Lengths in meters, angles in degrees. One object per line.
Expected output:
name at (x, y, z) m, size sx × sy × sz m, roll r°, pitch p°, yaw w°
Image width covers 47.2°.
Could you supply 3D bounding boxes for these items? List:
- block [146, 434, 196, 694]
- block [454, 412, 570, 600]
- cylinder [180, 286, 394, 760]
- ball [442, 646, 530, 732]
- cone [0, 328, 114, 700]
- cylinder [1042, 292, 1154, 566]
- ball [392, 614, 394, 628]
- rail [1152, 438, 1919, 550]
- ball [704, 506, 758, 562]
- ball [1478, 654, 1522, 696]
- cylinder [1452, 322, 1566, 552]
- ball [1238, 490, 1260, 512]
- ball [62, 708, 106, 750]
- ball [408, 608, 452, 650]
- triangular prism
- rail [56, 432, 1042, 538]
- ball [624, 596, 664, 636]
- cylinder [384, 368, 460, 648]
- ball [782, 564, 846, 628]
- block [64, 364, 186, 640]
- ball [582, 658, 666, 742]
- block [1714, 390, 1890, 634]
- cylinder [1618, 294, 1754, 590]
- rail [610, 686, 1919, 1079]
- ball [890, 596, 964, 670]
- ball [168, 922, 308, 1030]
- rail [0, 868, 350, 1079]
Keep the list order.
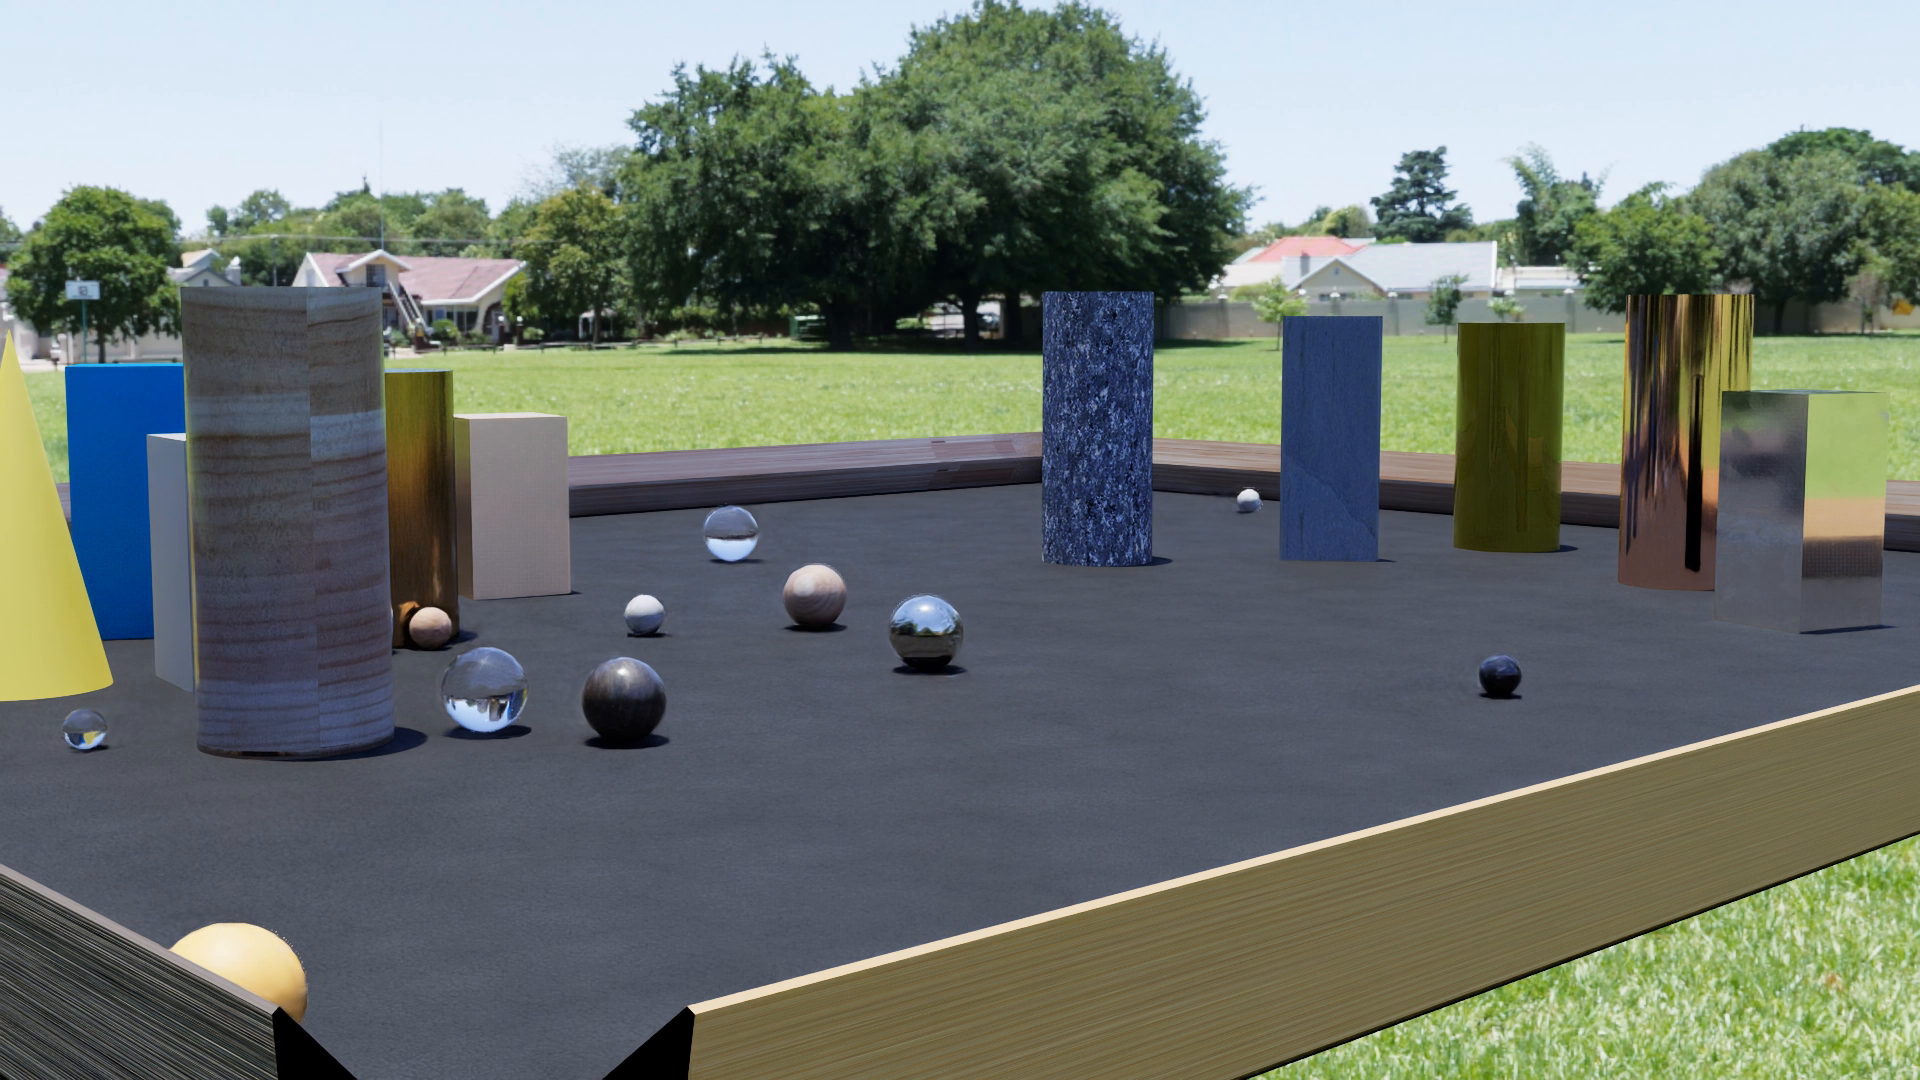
block at (-0.873, 0.021, 2.652) m, size 0.157 × 0.295 × 0.157 m, roll -4°, pitch 7°, yaw -35°
block at (-0.721, -0.057, 3.478) m, size 0.157 × 0.279 × 0.157 m, roll -3°, pitch 7°, yaw -30°
cylinder at (-0.687, -0.024, 2.256) m, size 0.196 × 0.467 × 0.196 m, roll 0°, pitch 6°, yaw 0°
ball at (-0.502, 0.158, 2.324) m, size 0.091 × 0.091 × 0.091 m, roll 0°, pitch 6°, yaw 0°
cone at (-1.109, -0.037, 2.587) m, size 0.196 × 0.424 × 0.196 m, roll 0°, pitch 6°, yaw 0°
cylinder at (0.244, -0.201, 3.905) m, size 0.196 × 0.476 × 0.196 m, roll 0°, pitch 6°, yaw 0°
ball at (-0.778, 0.106, 2.857) m, size 0.083 × 0.083 × 0.083 m, roll 0°, pitch 6°, yaw 0°
rail at (1.317, -0.093, 4.540) m, size 0.045 × 0.127 × 3.273 m, roll -5°, pitch 8°, yaw -42°
ball at (-0.407, -0.011, 3.907) m, size 0.098 × 0.098 × 0.098 m, roll 0°, pitch 6°, yaw 0°
ball at (0.625, 0.157, 2.545) m, size 0.048 × 0.048 × 0.048 m, roll 0°, pitch 6°, yaw 0°
cylinder at (1.030, -0.196, 4.125) m, size 0.196 × 0.421 × 0.196 m, roll 0°, pitch 6°, yaw 0°
ball at (0.636, -0.086, 4.845) m, size 0.051 × 0.051 × 0.051 m, roll 0°, pitch 6°, yaw 0°
ball at (-0.890, 0.192, 2.236) m, size 0.042 × 0.042 × 0.042 m, roll 0°, pitch 6°, yaw 0°
ball at (-0.697, 0.116, 2.896) m, size 0.055 × 0.055 × 0.055 m, roll 0°, pitch 6°, yaw 0°
triangular prism at (0.666, -0.186, 3.968) m, size 0.170 × 0.434 × 0.147 m, roll 1°, pitch 6°, yaw 8°
rail at (-1.094, -0.090, 4.511) m, size 3.631 × 0.127 × 0.045 m, roll -5°, pitch 8°, yaw -42°
ball at (-0.433, 0.103, 3.019) m, size 0.055 × 0.055 × 0.055 m, roll 0°, pitch 6°, yaw 0°
cylinder at (-0.784, -0.048, 2.981) m, size 0.196 × 0.363 × 0.196 m, roll 0°, pitch 6°, yaw 0°
ball at (-0.204, 0.079, 3.085) m, size 0.089 × 0.089 × 0.089 m, roll 0°, pitch 6°, yaw 0°
block at (-1.139, -0.058, 3.048) m, size 0.157 × 0.369 × 0.157 m, roll -2°, pitch 6°, yaw -15°
ball at (-0.347, 0.165, 2.274) m, size 0.087 × 0.087 × 0.087 m, roll 0°, pitch 6°, yaw 0°
block at (1.192, -0.045, 3.119) m, size 0.157 × 0.330 × 0.157 m, roll -3°, pitch 7°, yaw -26°
cylinder at (1.177, -0.162, 3.570) m, size 0.196 × 0.469 × 0.196 m, roll 0°, pitch 6°, yaw 0°
rail at (1.094, 0.156, 2.153) m, size 3.631 × 0.127 × 0.045 m, roll -5°, pitch 8°, yaw -42°
ball at (-0.041, 0.115, 2.725) m, size 0.092 × 0.092 × 0.092 m, roll 0°, pitch 6°, yaw 0°
ball at (-0.427, 0.268, 1.283) m, size 0.089 × 0.089 × 0.089 m, roll 0°, pitch 6°, yaw 0°
rail at (-1.317, 0.160, 2.123) m, size 0.045 × 0.127 × 3.273 m, roll -5°, pitch 8°, yaw -42°
